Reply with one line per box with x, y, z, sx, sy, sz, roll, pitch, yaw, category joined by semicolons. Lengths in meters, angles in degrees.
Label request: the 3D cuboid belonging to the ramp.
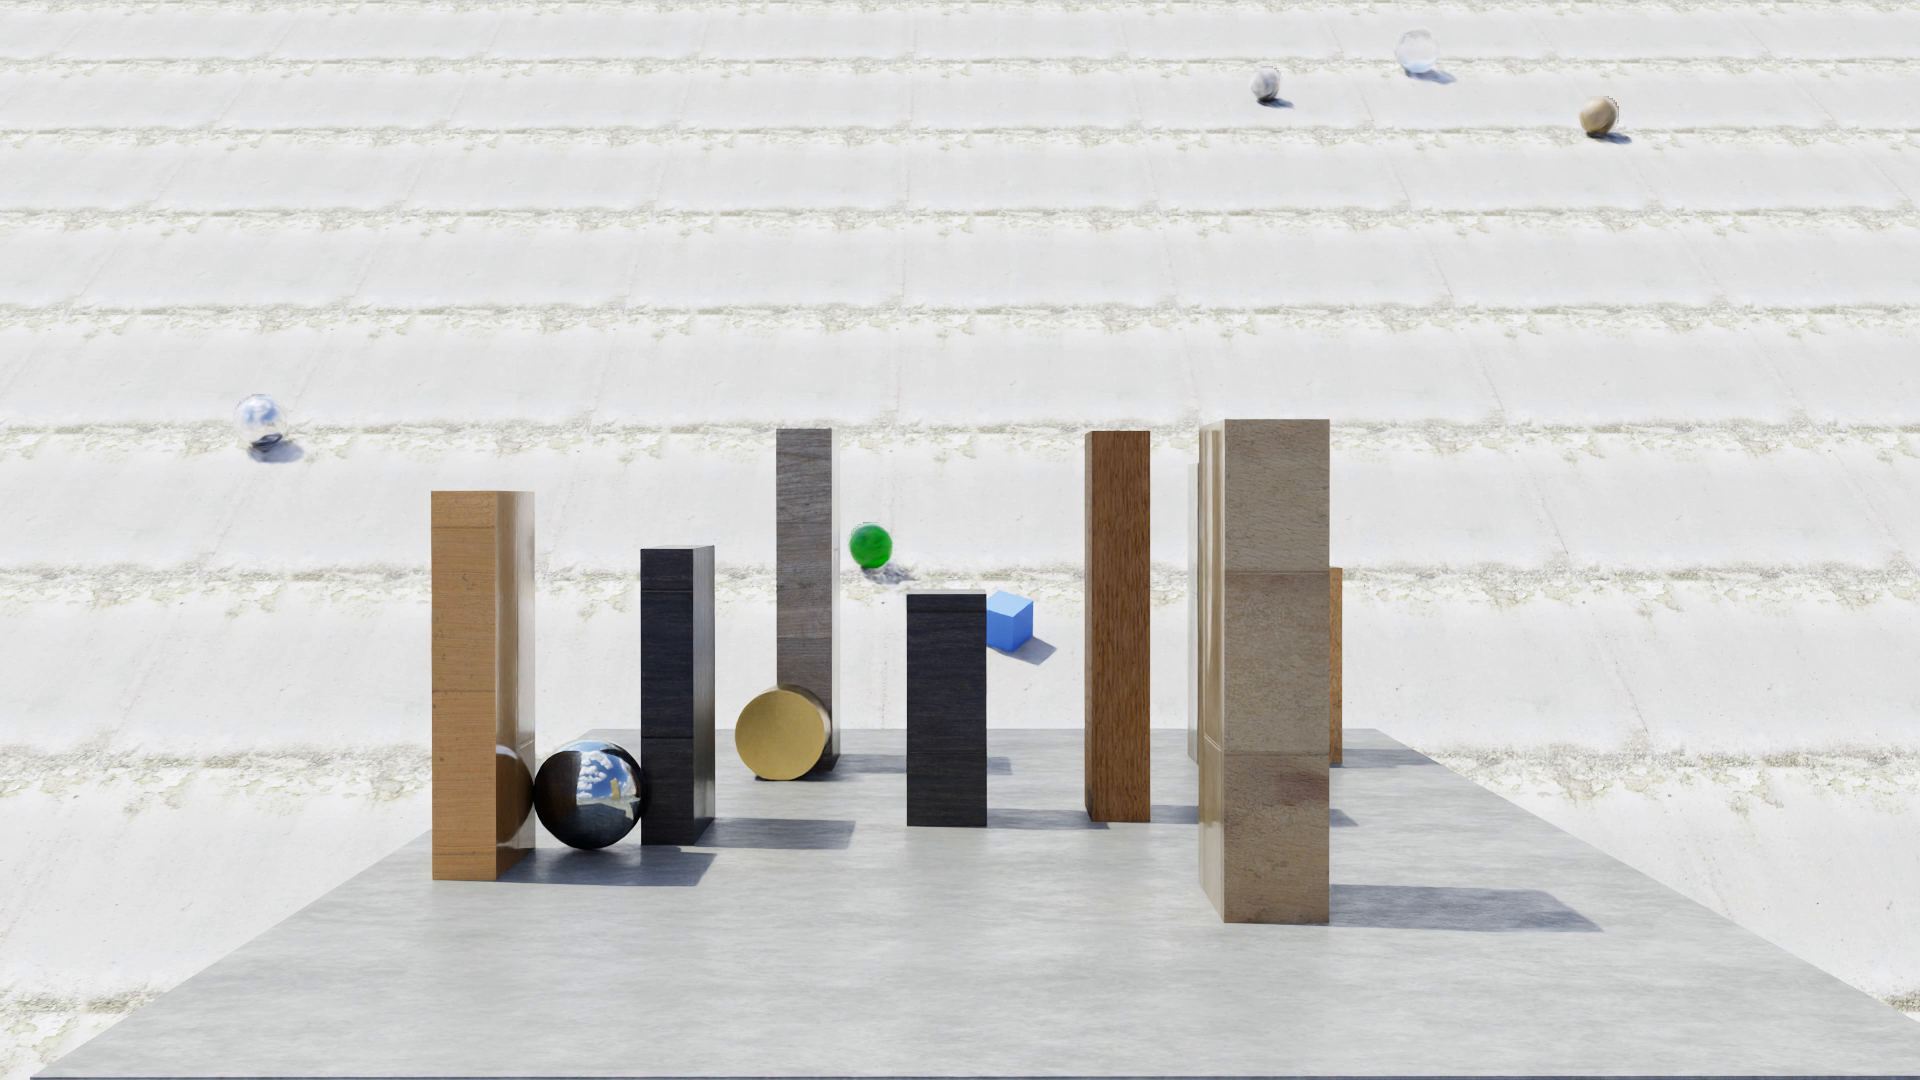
0.062;0.561;4.599;2.000;0.100;4.000;0;1;0;ramp

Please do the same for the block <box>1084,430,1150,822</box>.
0.291;0.154;4.797;0.106;0.707;0.271;0;1;0;block

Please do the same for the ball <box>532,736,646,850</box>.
-0.617;0.422;4.301;0.187;0.187;0.187;0;28;0;ball

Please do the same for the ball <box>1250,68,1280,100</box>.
1.349;-2.013;11.414;0.139;0.139;0.139;0;28;0;ball

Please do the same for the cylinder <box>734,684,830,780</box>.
-0.373;0.404;5.454;0.189;0.189;0.189;0;1;1;cylinder

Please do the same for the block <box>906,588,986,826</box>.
-0.024;0.301;4.739;0.143;0.415;0.274;0;1;0;block

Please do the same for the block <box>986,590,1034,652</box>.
0.126;0.225;7.161;0.112;0.112;0.112;16;32;28;block

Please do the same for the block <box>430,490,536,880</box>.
-0.759;0.220;4.133;0.098;0.596;0.371;0;1;0;block

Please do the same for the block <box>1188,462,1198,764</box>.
0.563;0.161;5.792;0.084;0.664;0.242;0;1;0;block

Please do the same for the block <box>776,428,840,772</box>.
-0.335;0.126;5.740;0.120;0.737;0.390;0;1;0;block

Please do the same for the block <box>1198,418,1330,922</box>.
0.434;0.177;3.729;0.144;0.691;0.377;0;1;0;block

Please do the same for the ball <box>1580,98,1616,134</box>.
2.717;-1.806;10.998;0.157;0.157;0.157;0;28;0;ball

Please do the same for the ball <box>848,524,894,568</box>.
-0.259;0.018;7.537;0.130;0.130;0.130;0;28;0;ball

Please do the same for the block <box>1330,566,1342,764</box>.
0.793;0.275;5.892;0.106;0.433;0.355;0;1;0;block

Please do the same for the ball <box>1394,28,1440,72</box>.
2.082;-2.231;11.766;0.198;0.198;0.198;0;28;0;ball

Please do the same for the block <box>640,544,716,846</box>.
-0.494;0.262;4.545;0.089;0.500;0.389;0;1;0;block

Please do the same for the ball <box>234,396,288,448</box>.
-2.236;-0.380;8.260;0.165;0.165;0.165;0;28;0;ball
